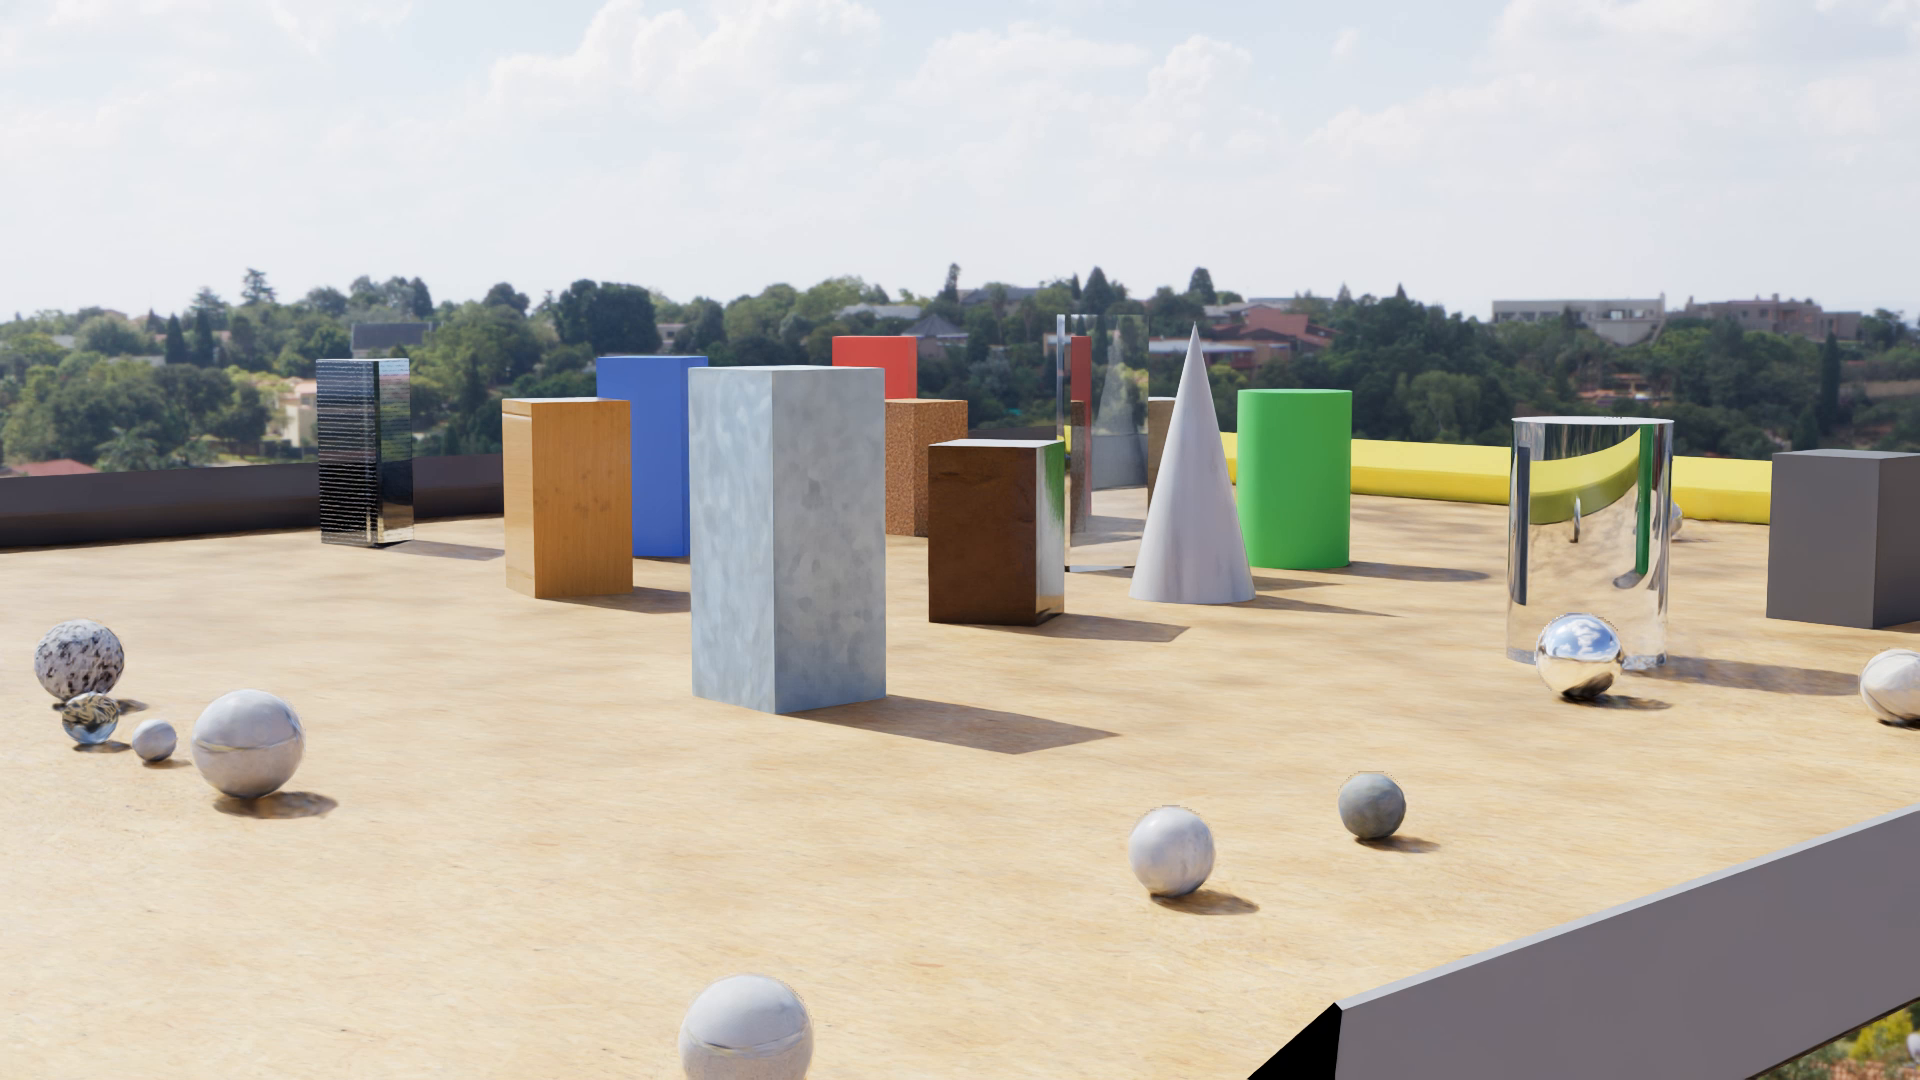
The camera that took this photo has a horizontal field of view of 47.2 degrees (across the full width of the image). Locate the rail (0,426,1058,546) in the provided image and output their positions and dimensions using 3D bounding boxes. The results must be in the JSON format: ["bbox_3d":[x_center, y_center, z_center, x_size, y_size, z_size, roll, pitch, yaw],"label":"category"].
[{"bbox_3d":[-1.229,-0.104,4.657,4.247,0.130,0.045,-5,8,-42],"label":"rail"}]

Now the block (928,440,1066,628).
[{"bbox_3d":[0.055,-0.014,3.197,0.160,0.255,0.160,2,6,17],"label":"block"}]

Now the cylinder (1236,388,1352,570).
[{"bbox_3d":[0.590,-0.111,3.890,0.200,0.305,0.200,0,6,0],"label":"cylinder"}]

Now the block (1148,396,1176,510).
[{"bbox_3d":[0.399,-0.173,4.715,0.160,0.258,0.160,-2,6,-22],"label":"block"}]

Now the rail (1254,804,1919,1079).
[{"bbox_3d":[1.229,0.172,2.007,4.247,0.130,0.045,-5,8,-42],"label":"rail"}]

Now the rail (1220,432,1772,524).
[{"bbox_3d":[1.543,-0.114,4.748,0.045,0.130,3.672,-5,8,-42],"label":"rail"}]

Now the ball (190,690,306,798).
[{"bbox_3d":[-0.652,0.187,2.015,0.100,0.100,0.100,0,6,0],"label":"ball"}]

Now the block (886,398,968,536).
[{"bbox_3d":[-0.097,-0.150,4.456,0.160,0.265,0.160,5,8,42],"label":"block"}]

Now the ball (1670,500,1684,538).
[{"bbox_3d":[1.364,-0.042,4.283,0.085,0.085,0.085,0,6,0],"label":"ball"}]

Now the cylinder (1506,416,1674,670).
[{"bbox_3d":[0.805,0.000,2.818,0.200,0.306,0.200,0,6,0],"label":"cylinder"}]

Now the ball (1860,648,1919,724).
[{"bbox_3d":[1.019,0.158,2.384,0.081,0.081,0.081,0,6,0],"label":"ball"}]

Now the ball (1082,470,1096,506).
[{"bbox_3d":[0.319,-0.119,5.045,0.082,0.082,0.082,0,6,0],"label":"ball"}]

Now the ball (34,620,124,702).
[{"bbox_3d":[-1.003,0.138,2.504,0.096,0.096,0.096,0,6,0],"label":"ball"}]

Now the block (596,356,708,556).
[{"bbox_3d":[-0.566,-0.158,4.075,0.160,0.360,0.160,1,6,12],"label":"block"}]

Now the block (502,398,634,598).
[{"bbox_3d":[-0.627,-0.071,3.508,0.160,0.304,0.160,-3,7,-27],"label":"block"}]

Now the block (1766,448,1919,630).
[{"bbox_3d":[1.287,-0.005,3.183,0.160,0.240,0.160,-5,8,-41],"label":"block"}]

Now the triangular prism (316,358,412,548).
[{"bbox_3d":[-1.116,-0.171,4.231,0.173,0.353,0.150,4,7,35],"label":"triangular prism"}]

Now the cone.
[{"bbox_3d":[0.364,-0.126,3.431,0.200,0.430,0.200,0,6,0],"label":"cone"}]

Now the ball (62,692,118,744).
[{"bbox_3d":[-0.896,0.184,2.265,0.054,0.054,0.054,0,6,0],"label":"ball"}]

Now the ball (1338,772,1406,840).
[{"bbox_3d":[0.348,0.225,1.858,0.057,0.057,0.057,0,6,0],"label":"ball"}]

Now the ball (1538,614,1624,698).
[{"bbox_3d":[0.716,0.134,2.537,0.096,0.096,0.096,0,6,0],"label":"ball"}]

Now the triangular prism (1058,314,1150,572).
[{"bbox_3d":[0.215,-0.174,3.848,0.173,0.438,0.150,-4,7,-32],"label":"triangular prism"}]

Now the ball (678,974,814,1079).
[{"bbox_3d":[-0.119,0.281,1.227,0.076,0.076,0.076,0,6,0],"label":"ball"}]

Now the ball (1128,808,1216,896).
[{"bbox_3d":[0.162,0.238,1.678,0.067,0.067,0.067,0,6,0],"label":"ball"}]

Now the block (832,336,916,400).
[{"bbox_3d":[-0.182,-0.241,4.728,0.160,0.391,0.160,1,6,6],"label":"block"}]

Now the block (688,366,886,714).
[{"bbox_3d":[-0.198,-0.007,2.528,0.160,0.380,0.160,-5,8,-41],"label":"block"}]

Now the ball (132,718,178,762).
[{"bbox_3d":[-0.798,0.199,2.180,0.043,0.043,0.043,0,6,0],"label":"ball"}]
